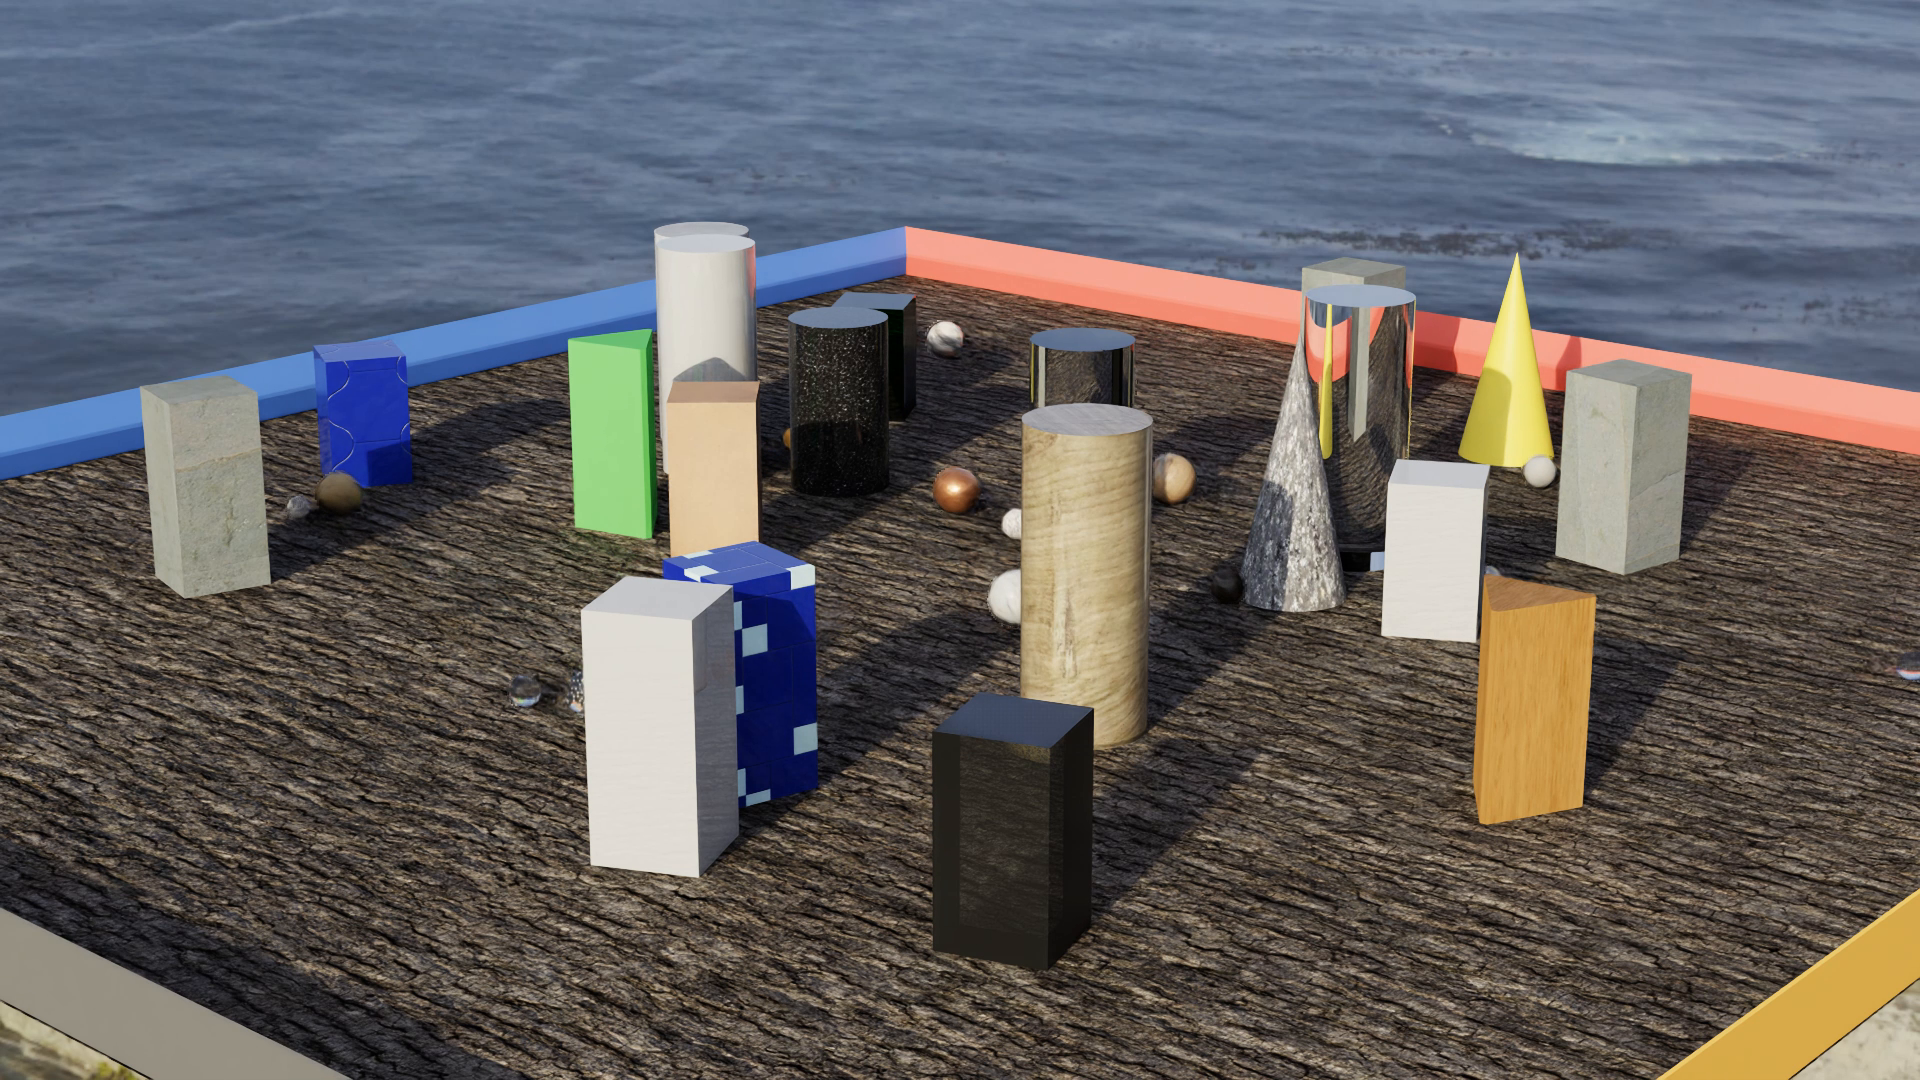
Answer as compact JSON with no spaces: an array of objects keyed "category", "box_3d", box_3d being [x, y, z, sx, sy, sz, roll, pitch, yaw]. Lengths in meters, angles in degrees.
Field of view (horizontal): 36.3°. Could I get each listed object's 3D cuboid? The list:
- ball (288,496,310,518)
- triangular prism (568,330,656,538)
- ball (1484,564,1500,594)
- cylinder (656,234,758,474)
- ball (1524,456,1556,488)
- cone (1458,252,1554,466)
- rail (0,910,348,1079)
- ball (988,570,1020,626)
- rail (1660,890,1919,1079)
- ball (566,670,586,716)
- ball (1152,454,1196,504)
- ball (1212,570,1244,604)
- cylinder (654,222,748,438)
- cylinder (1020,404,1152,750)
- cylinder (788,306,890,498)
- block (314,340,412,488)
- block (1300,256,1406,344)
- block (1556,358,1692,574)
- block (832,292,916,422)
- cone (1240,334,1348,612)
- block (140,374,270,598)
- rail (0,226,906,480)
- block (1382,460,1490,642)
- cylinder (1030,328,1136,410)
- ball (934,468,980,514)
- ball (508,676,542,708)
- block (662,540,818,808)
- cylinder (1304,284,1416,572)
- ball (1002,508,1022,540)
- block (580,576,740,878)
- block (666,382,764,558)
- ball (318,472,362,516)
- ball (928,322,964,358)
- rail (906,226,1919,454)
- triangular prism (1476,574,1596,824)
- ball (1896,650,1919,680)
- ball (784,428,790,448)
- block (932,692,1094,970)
[{"category":"ball","box_3d":[-1.260,-0.063,5.585,0.042,0.042,0.042,0,17,0]},{"category":"triangular prism","box_3d":[-0.618,-0.206,5.507,0.169,0.361,0.147,9,19,27]},{"category":"ball","box_3d":[0.922,0.068,5.135,0.050,0.050,0.050,0,17,0]},{"category":"cylinder","box_3d":[-0.503,-0.367,5.869,0.195,0.460,0.195,0,17,0]},{"category":"ball","box_3d":[1.144,-0.135,5.787,0.064,0.064,0.064,0,17,0]},{"category":"cone","box_3d":[1.124,-0.379,5.975,0.195,0.422,0.195,0,17,0]},{"category":"rail","box_3d":[-1.294,0.462,3.693,3.852,0.127,0.045,14,22,39]},{"category":"ball","box_3d":[0.097,0.098,4.959,0.095,0.095,0.095,0,17,0]},{"category":"rail","box_3d":[1.436,0.392,3.926,0.045,0.127,3.996,14,22,39]},{"category":"ball","box_3d":[-0.575,0.237,4.540,0.071,0.071,0.071,0,17,0]},{"category":"ball","box_3d":[0.408,-0.117,5.669,0.098,0.098,0.098,0,17,0]},{"category":"ball","box_3d":[0.464,0.081,5.082,0.057,0.057,0.057,0,17,0]},{"category":"cylinder","box_3d":[-0.534,-0.431,6.121,0.195,0.437,0.195,0,17,0]},{"category":"cylinder","box_3d":[0.189,0.054,4.426,0.195,0.487,0.195,0,17,0]},{"category":"cylinder","box_3d":[-0.238,-0.273,5.768,0.195,0.338,0.195,0,17,0]},{"category":"block","box_3d":[-1.188,-0.251,5.834,0.156,0.258,0.156,-6,18,-20]},{"category":"block","box_3d":[0.835,-0.418,6.257,0.156,0.334,0.156,15,22,40]},{"category":"block","box_3d":[1.198,-0.134,5.296,0.156,0.346,0.156,-13,21,-37]},{"category":"block","box_3d":[-0.186,-0.397,6.340,0.156,0.246,0.156,3,17,9]},{"category":"cone","box_3d":[0.580,-0.132,5.066,0.195,0.475,0.195,0,17,0]},{"category":"block","box_3d":[-1.328,-0.096,5.163,0.156,0.349,0.156,-11,20,-31]},{"category":"rail","box_3d":[-1.436,-0.328,6.314,0.045,0.127,3.996,14,22,39]},{"category":"block","box_3d":[0.801,0.017,4.935,0.156,0.265,0.156,4,17,13]},{"category":"cylinder","box_3d":[0.226,-0.193,5.451,0.195,0.368,0.195,0,17,0]},{"category":"ball","box_3d":[-0.005,-0.094,5.610,0.088,0.088,0.088,0,17,0]},{"category":"ball","box_3d":[-0.679,0.236,4.580,0.050,0.050,0.050,0,17,0]},{"category":"block","box_3d":[-0.316,0.193,4.225,0.156,0.337,0.156,-12,21,-35]},{"category":"cylinder","box_3d":[0.712,-0.203,5.283,0.195,0.484,0.195,0,17,0]},{"category":"ball","box_3d":[0.107,-0.029,5.445,0.058,0.058,0.058,0,17,0]},{"category":"block","box_3d":[-0.405,0.252,3.983,0.156,0.364,0.156,5,17,15]},{"category":"block","box_3d":[-0.438,-0.111,5.266,0.156,0.318,0.156,0,17,-1]},{"category":"ball","box_3d":[-1.183,-0.087,5.593,0.084,0.084,0.084,0,17,0]},{"category":"ball","box_3d":[-0.034,-0.469,6.856,0.085,0.085,0.085,0,17,0]},{"category":"rail","box_3d":[1.294,-0.399,6.547,3.852,0.127,0.045,14,22,39]},{"category":"triangular prism","box_3d":[0.783,0.219,4.176,0.169,0.315,0.147,-7,18,-23]},{"category":"ball","box_3d":[1.525,0.201,4.698,0.049,0.049,0.049,0,17,0]},{"category":"ball","box_3d":[-0.343,-0.210,6.066,0.047,0.047,0.047,0,17,0]},{"category":"block","box_3d":[0.068,0.367,3.718,0.156,0.297,0.156,7,18,22]}]
